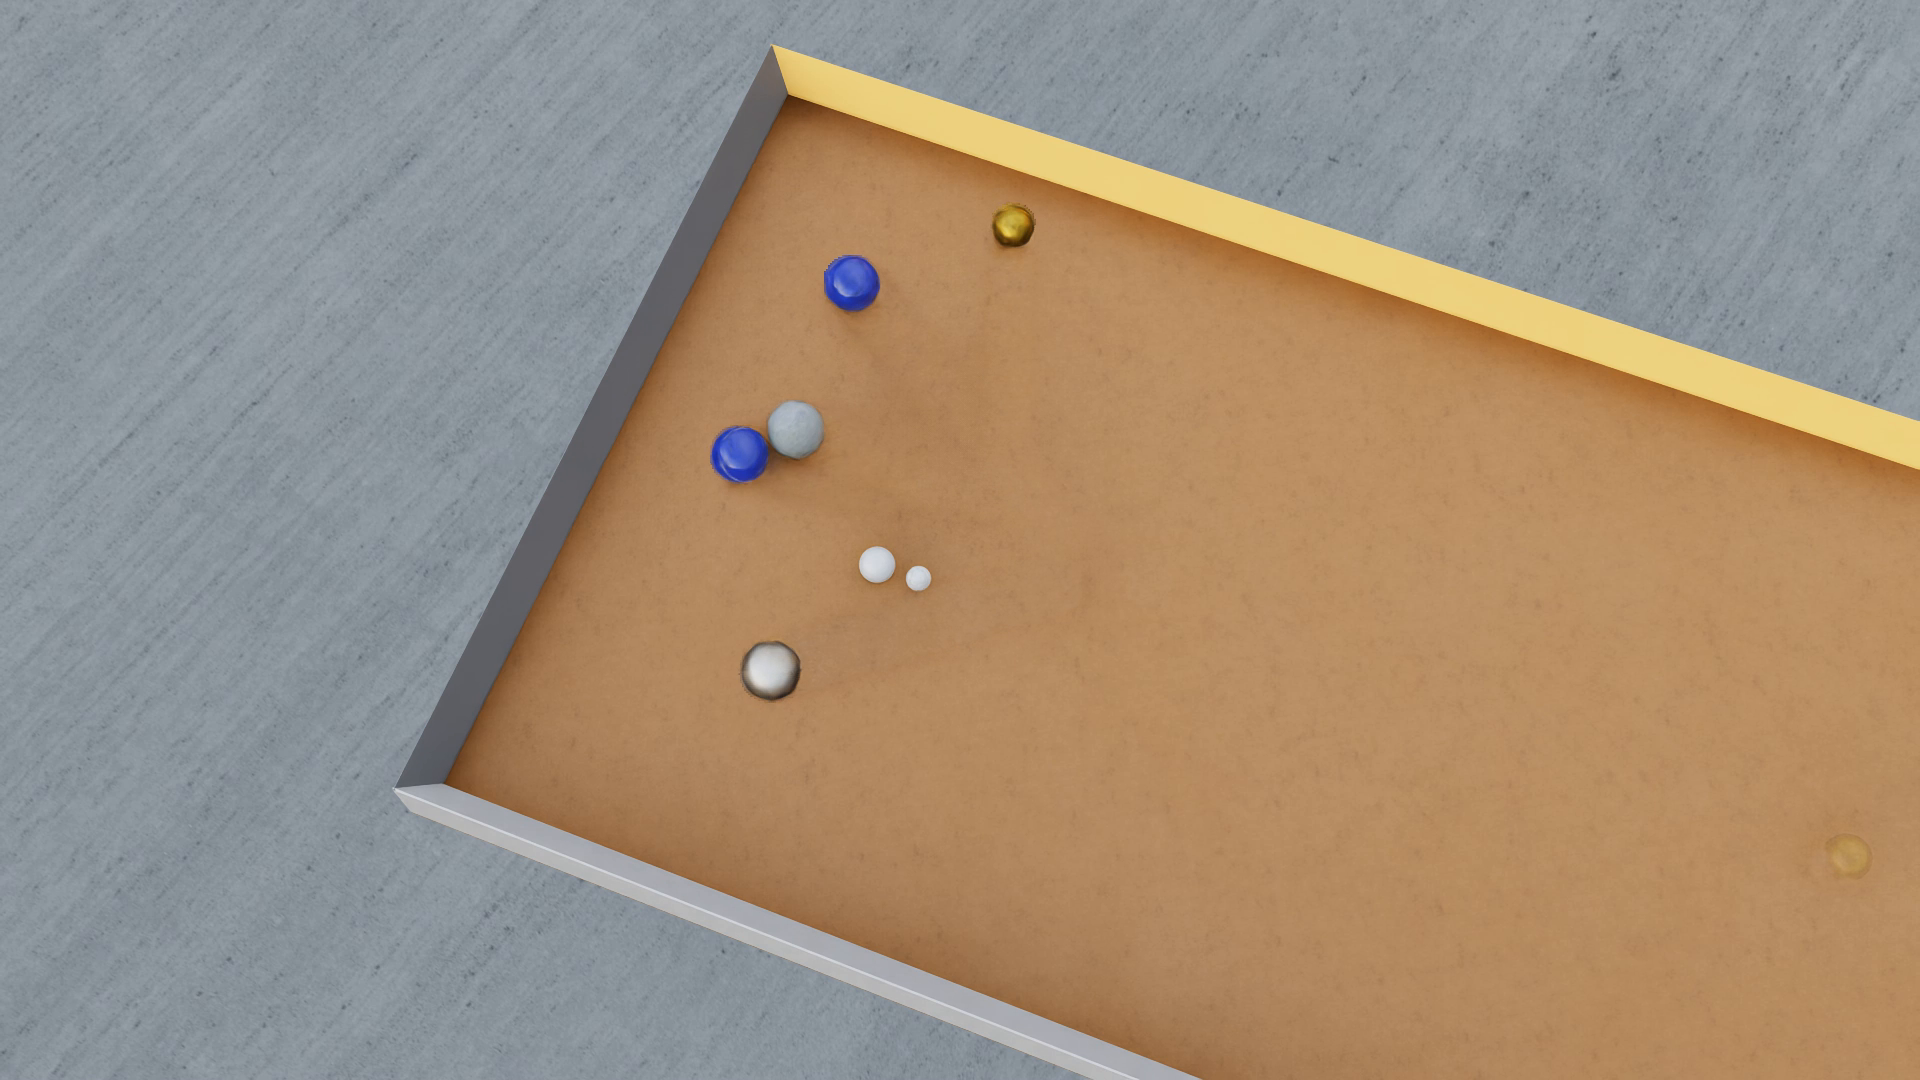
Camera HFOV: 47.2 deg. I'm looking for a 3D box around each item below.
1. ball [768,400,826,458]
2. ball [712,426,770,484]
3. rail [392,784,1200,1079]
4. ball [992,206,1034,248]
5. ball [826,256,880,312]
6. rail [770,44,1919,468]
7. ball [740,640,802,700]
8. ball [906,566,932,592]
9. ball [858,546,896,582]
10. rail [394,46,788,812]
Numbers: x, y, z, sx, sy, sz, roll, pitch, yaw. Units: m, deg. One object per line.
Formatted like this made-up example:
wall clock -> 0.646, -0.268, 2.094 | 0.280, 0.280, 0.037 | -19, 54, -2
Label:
ball -> -0.266, -0.179, 3.575 | 0.094, 0.094, 0.094 | 0, 67, 0
ball -> -0.355, -0.138, 3.558 | 0.093, 0.093, 0.093 | 0, 67, 0
rail -> 0.333, 0.791, 3.147 | 2.503, 0.122, 0.045 | 20, 68, 8
ball -> 0.090, -0.533, 3.737 | 0.072, 0.072, 0.072 | 0, 67, 0
ball -> -0.180, -0.428, 3.681 | 0.092, 0.092, 0.092 | 0, 67, 0
rail -> 0.833, -0.391, 3.648 | 2.503, 0.122, 0.045 | 20, 68, 8
ball -> -0.293, 0.202, 3.414 | 0.093, 0.093, 0.093 | 0, 67, 0
ball -> -0.066, 0.061, 3.502 | 0.040, 0.040, 0.040 | 0, 67, 0
ball -> -0.132, 0.039, 3.502 | 0.058, 0.058, 0.058 | 0, 67, 0
rail -> -0.561, -0.210, 3.572 | 0.045, 0.122, 1.425 | 20, 68, 8
